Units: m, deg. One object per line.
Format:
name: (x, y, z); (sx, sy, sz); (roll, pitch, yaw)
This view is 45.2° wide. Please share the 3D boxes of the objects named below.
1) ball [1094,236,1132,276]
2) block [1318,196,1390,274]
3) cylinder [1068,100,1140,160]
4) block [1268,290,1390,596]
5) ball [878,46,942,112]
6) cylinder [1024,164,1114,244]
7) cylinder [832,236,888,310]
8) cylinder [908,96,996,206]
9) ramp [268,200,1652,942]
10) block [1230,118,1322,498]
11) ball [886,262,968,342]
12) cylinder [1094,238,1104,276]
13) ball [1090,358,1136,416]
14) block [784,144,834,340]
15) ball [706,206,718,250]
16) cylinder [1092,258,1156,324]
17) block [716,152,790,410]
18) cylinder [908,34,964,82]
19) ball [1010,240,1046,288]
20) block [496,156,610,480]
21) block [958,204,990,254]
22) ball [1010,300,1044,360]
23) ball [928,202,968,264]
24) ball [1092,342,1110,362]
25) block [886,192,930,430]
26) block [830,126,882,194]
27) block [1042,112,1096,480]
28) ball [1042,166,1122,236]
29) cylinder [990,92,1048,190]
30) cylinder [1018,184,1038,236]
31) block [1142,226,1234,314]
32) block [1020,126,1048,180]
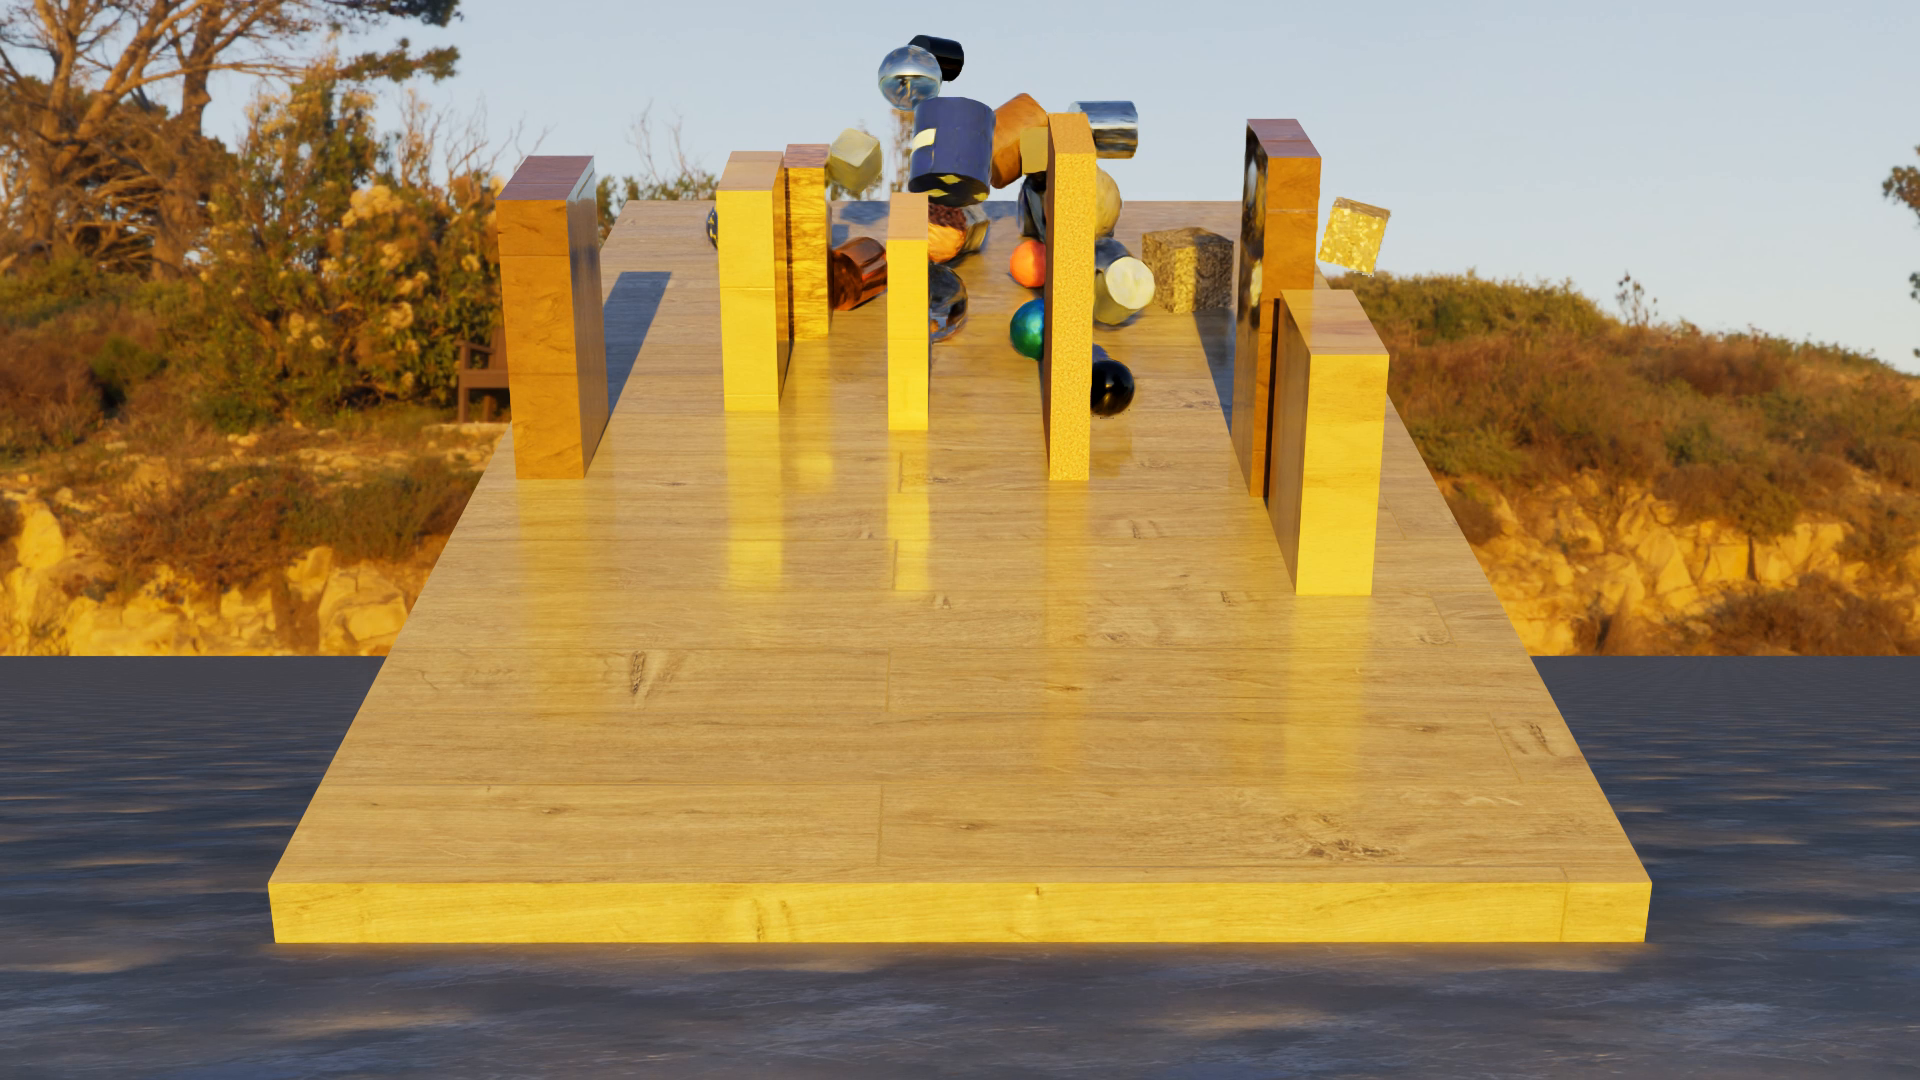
ball: (0.359, -0.687, 5.937); (0.191, 0.191, 0.191); (0, -3, 0)
block: (1.105, -0.855, 6.455); (0.154, 0.154, 0.154); (17, 22, 9)
cylinder: (0.393, -1.137, 6.398); (0.160, 0.160, 0.160); (-4, -1, -17)
block: (0.693, -0.192, 4.381); (0.140, 0.468, 0.411); (0, 22, 0)
ball: (-0.143, -1.318, 6.578); (0.185, 0.185, 0.185); (0, -3, 0)
cylinder: (0.305, -0.926, 6.426); (0.210, 0.210, 0.210); (-14, 22, 6)
cylinder: (-0.282, -0.693, 5.992); (0.158, 0.158, 0.158); (-1, 19, 29)
cylinder: (-0.019, -0.967, 5.743); (0.204, 0.204, 0.204); (4, -15, 1)
ramp: (-0.007, -0.223, 5.195); (2.000, 0.100, 4.000); (0, 22, 0)
block: (0.649, -0.482, 4.768); (0.103, 0.708, 0.353); (0, 22, 0)
ball: (-0.080, -0.588, 5.683); (0.200, 0.200, 0.200); (0, -3, 0)
cylinder: (0.322, -0.787, 6.257); (0.129, 0.129, 0.129); (5, -2, 9)
ball: (0.330, -0.342, 5.181); (0.130, 0.130, 0.130); (0, -3, 0)
block: (-0.380, -0.747, 5.759); (0.106, 0.435, 0.258); (0, 22, 0)
ball: (-0.635, -0.874, 6.436); (0.151, 0.151, 0.151); (0, -3, 0)
cylinder: (0.391, -0.609, 5.632); (0.130, 0.130, 0.130); (1, -12, -21)
block: (-0.474, -0.603, 5.315); (0.122, 0.508, 0.385); (0, 22, 0)
cylinder: (-0.076, -1.445, 6.911); (0.125, 0.125, 0.125); (0, -2, -39)
ball: (0.194, -0.735, 6.139); (0.124, 0.124, 0.124); (0, -3, 0)
block: (-0.859, -0.478, 4.896); (0.141, 0.597, 0.392); (0, 22, 0)
block: (-0.002, -0.884, 6.464); (0.110, 0.110, 0.110); (-13, -34, -29)
ball: (0.193, -0.509, 5.569); (0.144, 0.144, 0.144); (0, -3, 0)
ball: (-0.078, -0.831, 6.156); (0.195, 0.195, 0.195); (0, -3, 0)
ball: (0.287, -0.398, 5.326); (0.125, 0.125, 0.125); (0, -3, 0)
block: (-0.115, -0.525, 5.230); (0.087, 0.432, 0.424); (0, 22, 0)
block: (-0.287, -1.032, 6.258); (0.107, 0.107, 0.107); (27, -27, 18)
block: (0.229, -0.519, 4.874); (0.082, 0.693, 0.385); (0, 22, 0)
ball: (0.321, -0.884, 6.056); (0.207, 0.207, 0.207); (0, -3, 0)
cylinder: (0.142, -1.109, 6.406); (0.195, 0.195, 0.195); (-35, 4, -11)
cylinder: (0.251, -0.953, 6.633); (0.149, 0.149, 0.149); (-2, -3, -5)
block: (0.590, -0.704, 6.000); (0.174, 0.174, 0.174); (-10, 25, -23)
block: (0.239, -1.031, 6.133); (0.117, 0.117, 0.117); (-4, -2, 25)
